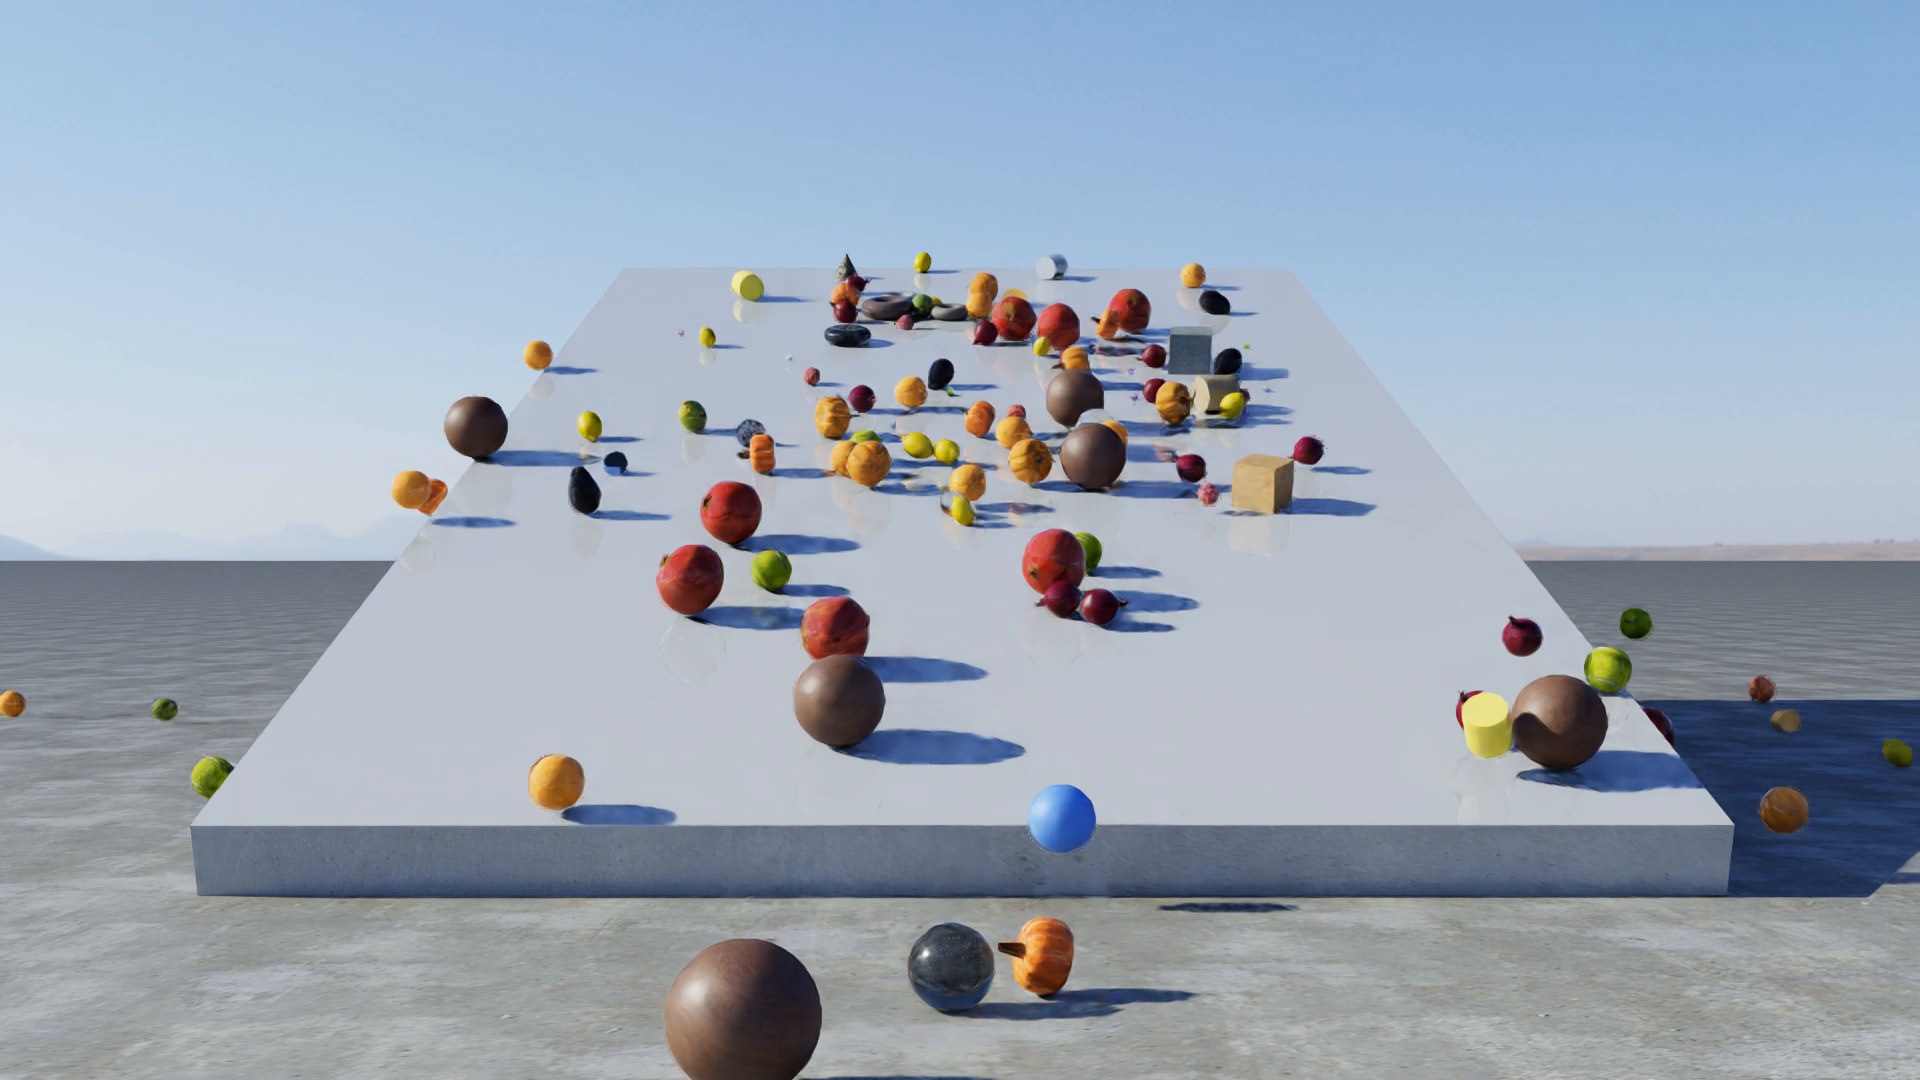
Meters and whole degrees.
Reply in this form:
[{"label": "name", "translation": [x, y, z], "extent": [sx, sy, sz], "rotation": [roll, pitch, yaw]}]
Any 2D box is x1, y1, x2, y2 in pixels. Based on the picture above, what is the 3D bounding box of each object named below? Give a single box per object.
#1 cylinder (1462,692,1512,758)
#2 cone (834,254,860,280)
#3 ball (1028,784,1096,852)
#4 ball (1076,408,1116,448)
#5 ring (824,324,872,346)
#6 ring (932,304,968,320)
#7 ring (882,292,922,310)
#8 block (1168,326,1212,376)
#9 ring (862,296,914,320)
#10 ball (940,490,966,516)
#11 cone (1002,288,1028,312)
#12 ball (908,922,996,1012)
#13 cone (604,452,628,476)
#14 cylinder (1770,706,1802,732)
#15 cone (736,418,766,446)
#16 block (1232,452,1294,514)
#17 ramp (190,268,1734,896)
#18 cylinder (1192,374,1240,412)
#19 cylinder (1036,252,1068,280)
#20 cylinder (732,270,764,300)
[{"label": "cylinder", "translation": [0.715, 0.251, 3.019], "extent": [0.062, 0.062, 0.062], "rotation": [-11, 40, 10]}, {"label": "cone", "translation": [-0.333, -0.807, 6.533], "extent": [0.074, 0.074, 0.074], "rotation": [0, 17, 0]}, {"label": "ball", "translation": [0.128, 0.350, 2.805], "extent": [0.085, 0.085, 0.085], "rotation": [0, 0, 0]}, {"label": "ball", "translation": [0.286, -0.235, 4.683], "extent": [0.085, 0.085, 0.085], "rotation": [0, 0, 0]}, {"label": "ring", "translation": [-0.287, -0.522, 5.678], "extent": [0.121, 0.040, 0.121], "rotation": [1, 16, 0]}, {"label": "ring", "translation": [-0.028, -0.613, 5.979], "extent": [0.101, 0.034, 0.101], "rotation": [-1, 18, 0]}, {"label": "ring", "translation": [-0.161, -0.657, 6.116], "extent": [0.116, 0.039, 0.116], "rotation": [1, 17, 0]}, {"label": "block", "translation": [0.556, -0.458, 5.375], "extent": [0.098, 0.098, 0.098], "rotation": [2, 17, 7]}, {"label": "ring", "translation": [-0.196, -0.626, 6.000], "extent": [0.141, 0.047, 0.141], "rotation": [-1, 17, 0]}, {"label": "ball", "translation": [-0.015, -0.070, 4.208], "extent": [0.050, 0.050, 0.050], "rotation": [0, 0, 0]}, {"label": "cone", "translation": [0.150, -0.643, 6.081], "extent": [0.072, 0.072, 0.072], "rotation": [0, -17, -1]}, {"label": "ball", "translation": [-0.008, 0.417, 2.174], "extent": [0.086, 0.086, 0.086], "rotation": [0, 0, 0]}, {"label": "cone", "translation": [-0.691, -0.150, 4.509], "extent": [0.050, 0.050, 0.050], "rotation": [0, -10, 8]}, {"label": "cylinder", "translation": [2.073, 0.455, 5.593], "extent": [0.053, 0.053, 0.053], "rotation": [0, 23, -16]}, {"label": "cone", "translation": [-0.446, -0.219, 4.724], "extent": [0.063, 0.063, 0.063], "rotation": [0, -15, -12]}, {"label": "block", "translation": [0.582, -0.110, 4.276], "extent": [0.087, 0.087, 0.087], "rotation": [11, 20, 31]}, {"label": "ramp", "translation": [-0.003, -0.178, 4.807], "extent": [2.000, 0.100, 4.000], "rotation": [0, 17, 0]}, {"label": "cylinder", "translation": [0.575, -0.331, 4.998], "extent": [0.080, 0.080, 0.080], "rotation": [-7, 2, -21]}, {"label": "cylinder", "translation": [0.268, -0.803, 6.531], "extent": [0.069, 0.069, 0.069], "rotation": [0, 15, 34]}, {"label": "cylinder", "translation": [-0.594, -0.712, 6.230], "extent": [0.073, 0.073, 0.073], "rotation": [0, 16, -23]}]
